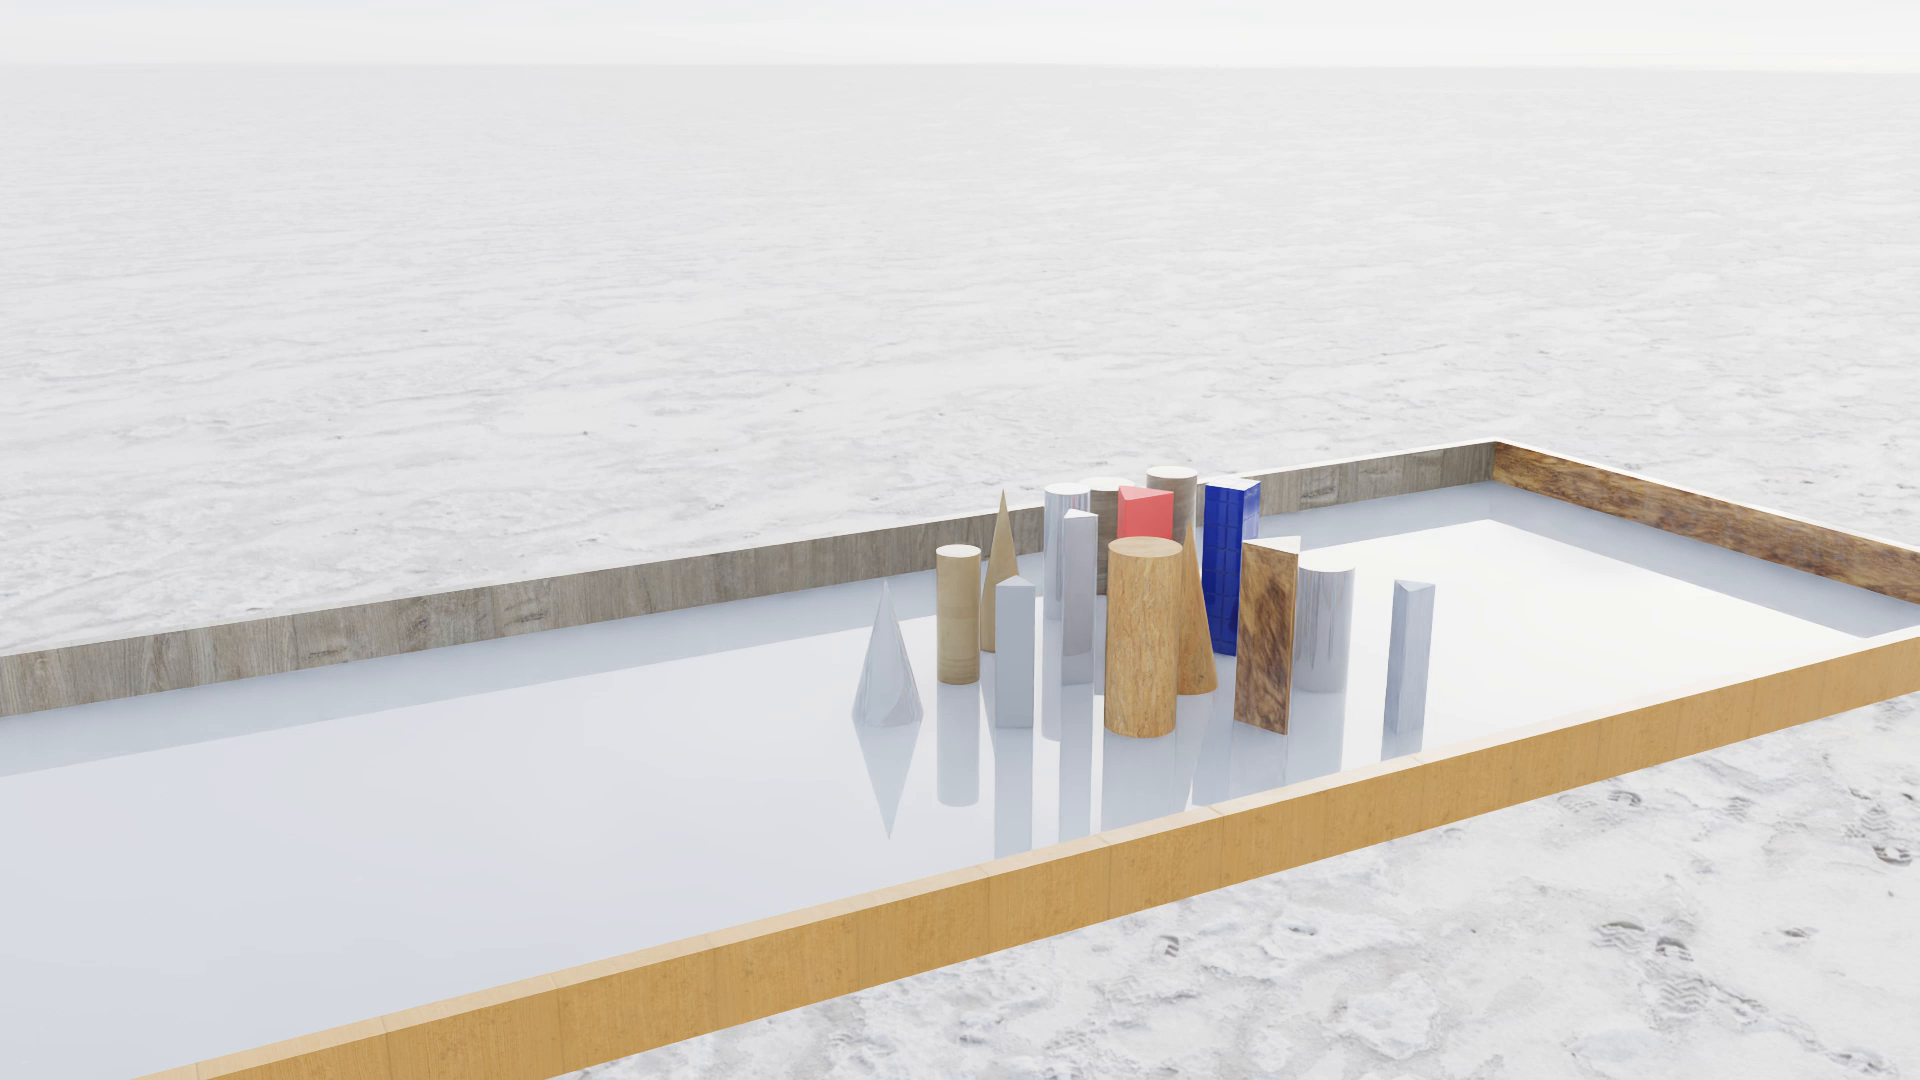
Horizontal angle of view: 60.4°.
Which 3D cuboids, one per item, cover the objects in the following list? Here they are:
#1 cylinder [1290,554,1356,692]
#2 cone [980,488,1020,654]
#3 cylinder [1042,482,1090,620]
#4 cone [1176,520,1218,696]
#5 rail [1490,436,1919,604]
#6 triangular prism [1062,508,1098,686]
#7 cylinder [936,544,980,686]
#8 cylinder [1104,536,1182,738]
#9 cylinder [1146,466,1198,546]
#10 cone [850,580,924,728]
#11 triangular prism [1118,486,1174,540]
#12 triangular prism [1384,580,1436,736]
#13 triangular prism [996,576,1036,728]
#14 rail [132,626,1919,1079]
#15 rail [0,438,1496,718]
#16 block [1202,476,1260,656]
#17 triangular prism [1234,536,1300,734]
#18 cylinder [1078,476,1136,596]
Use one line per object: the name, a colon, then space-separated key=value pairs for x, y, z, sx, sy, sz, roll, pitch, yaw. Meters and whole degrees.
cylinder: x=0.897 y=0.205 z=4.104 sx=0.153 sy=0.312 sz=0.153 roll=0 pitch=16 yaw=0
cone: x=0.113 y=0.069 z=4.353 sx=0.158 sy=0.432 sz=0.158 roll=0 pitch=16 yaw=0
cylinder: x=0.296 y=0.033 z=4.597 sx=0.127 sy=0.364 sz=0.127 roll=0 pitch=16 yaw=0
cone: x=0.561 y=0.151 z=4.078 sx=0.172 sy=0.430 sz=0.172 roll=0 pitch=16 yaw=0
rail: x=2.466 y=-0.048 z=5.253 sx=0.050 sy=0.150 sz=2.100 roll=-9 pitch=18 yaw=-27
triangular prism: x=0.284 y=0.142 z=4.102 sx=0.087 sy=0.435 sz=0.076 roll=-5 pitch=17 yaw=-15
cylinder: x=-0.004 y=0.187 z=4.127 sx=0.110 sy=0.334 sz=0.110 roll=0 pitch=16 yaw=0
cylinder: x=0.423 y=0.224 z=3.821 sx=0.169 sy=0.435 sz=0.169 roll=0 pitch=16 yaw=0
cylinder: x=0.584 y=0.009 z=4.598 sx=0.140 sy=0.409 sz=0.140 roll=0 pitch=16 yaw=0
cone: x=-0.174 y=0.251 z=3.898 sx=0.176 sy=0.340 sz=0.176 roll=0 pitch=16 yaw=0
triangular prism: x=0.454 y=0.077 z=4.337 sx=0.151 sy=0.427 sz=0.131 roll=-10 pitch=19 yaw=-30
triangular prism: x=1.026 y=0.268 z=3.819 sx=0.091 sy=0.351 sz=0.079 roll=-12 pitch=20 yaw=-34
triangular prism: x=0.129 y=0.260 z=3.853 sx=0.090 sy=0.348 sz=0.078 roll=1 pitch=16 yaw=3
rail: x=-2.336 y=1.006 z=1.665 sx=12.000 sy=0.150 sz=0.050 roll=-9 pitch=18 yaw=-27
rail: x=-3.305 y=0.497 z=3.399 sx=12.000 sy=0.150 sz=0.050 roll=-9 pitch=18 yaw=-27
block: x=0.706 y=0.069 z=4.324 sx=0.108 sy=0.450 sz=0.108 roll=10 pitch=19 yaw=31
triangular prism: x=0.745 y=0.214 z=3.848 sx=0.146 sy=0.439 sz=0.126 roll=15 pitch=22 yaw=41
cylinder: x=0.427 y=-0.013 z=4.842 sx=0.164 sy=0.314 sz=0.164 roll=0 pitch=16 yaw=0
